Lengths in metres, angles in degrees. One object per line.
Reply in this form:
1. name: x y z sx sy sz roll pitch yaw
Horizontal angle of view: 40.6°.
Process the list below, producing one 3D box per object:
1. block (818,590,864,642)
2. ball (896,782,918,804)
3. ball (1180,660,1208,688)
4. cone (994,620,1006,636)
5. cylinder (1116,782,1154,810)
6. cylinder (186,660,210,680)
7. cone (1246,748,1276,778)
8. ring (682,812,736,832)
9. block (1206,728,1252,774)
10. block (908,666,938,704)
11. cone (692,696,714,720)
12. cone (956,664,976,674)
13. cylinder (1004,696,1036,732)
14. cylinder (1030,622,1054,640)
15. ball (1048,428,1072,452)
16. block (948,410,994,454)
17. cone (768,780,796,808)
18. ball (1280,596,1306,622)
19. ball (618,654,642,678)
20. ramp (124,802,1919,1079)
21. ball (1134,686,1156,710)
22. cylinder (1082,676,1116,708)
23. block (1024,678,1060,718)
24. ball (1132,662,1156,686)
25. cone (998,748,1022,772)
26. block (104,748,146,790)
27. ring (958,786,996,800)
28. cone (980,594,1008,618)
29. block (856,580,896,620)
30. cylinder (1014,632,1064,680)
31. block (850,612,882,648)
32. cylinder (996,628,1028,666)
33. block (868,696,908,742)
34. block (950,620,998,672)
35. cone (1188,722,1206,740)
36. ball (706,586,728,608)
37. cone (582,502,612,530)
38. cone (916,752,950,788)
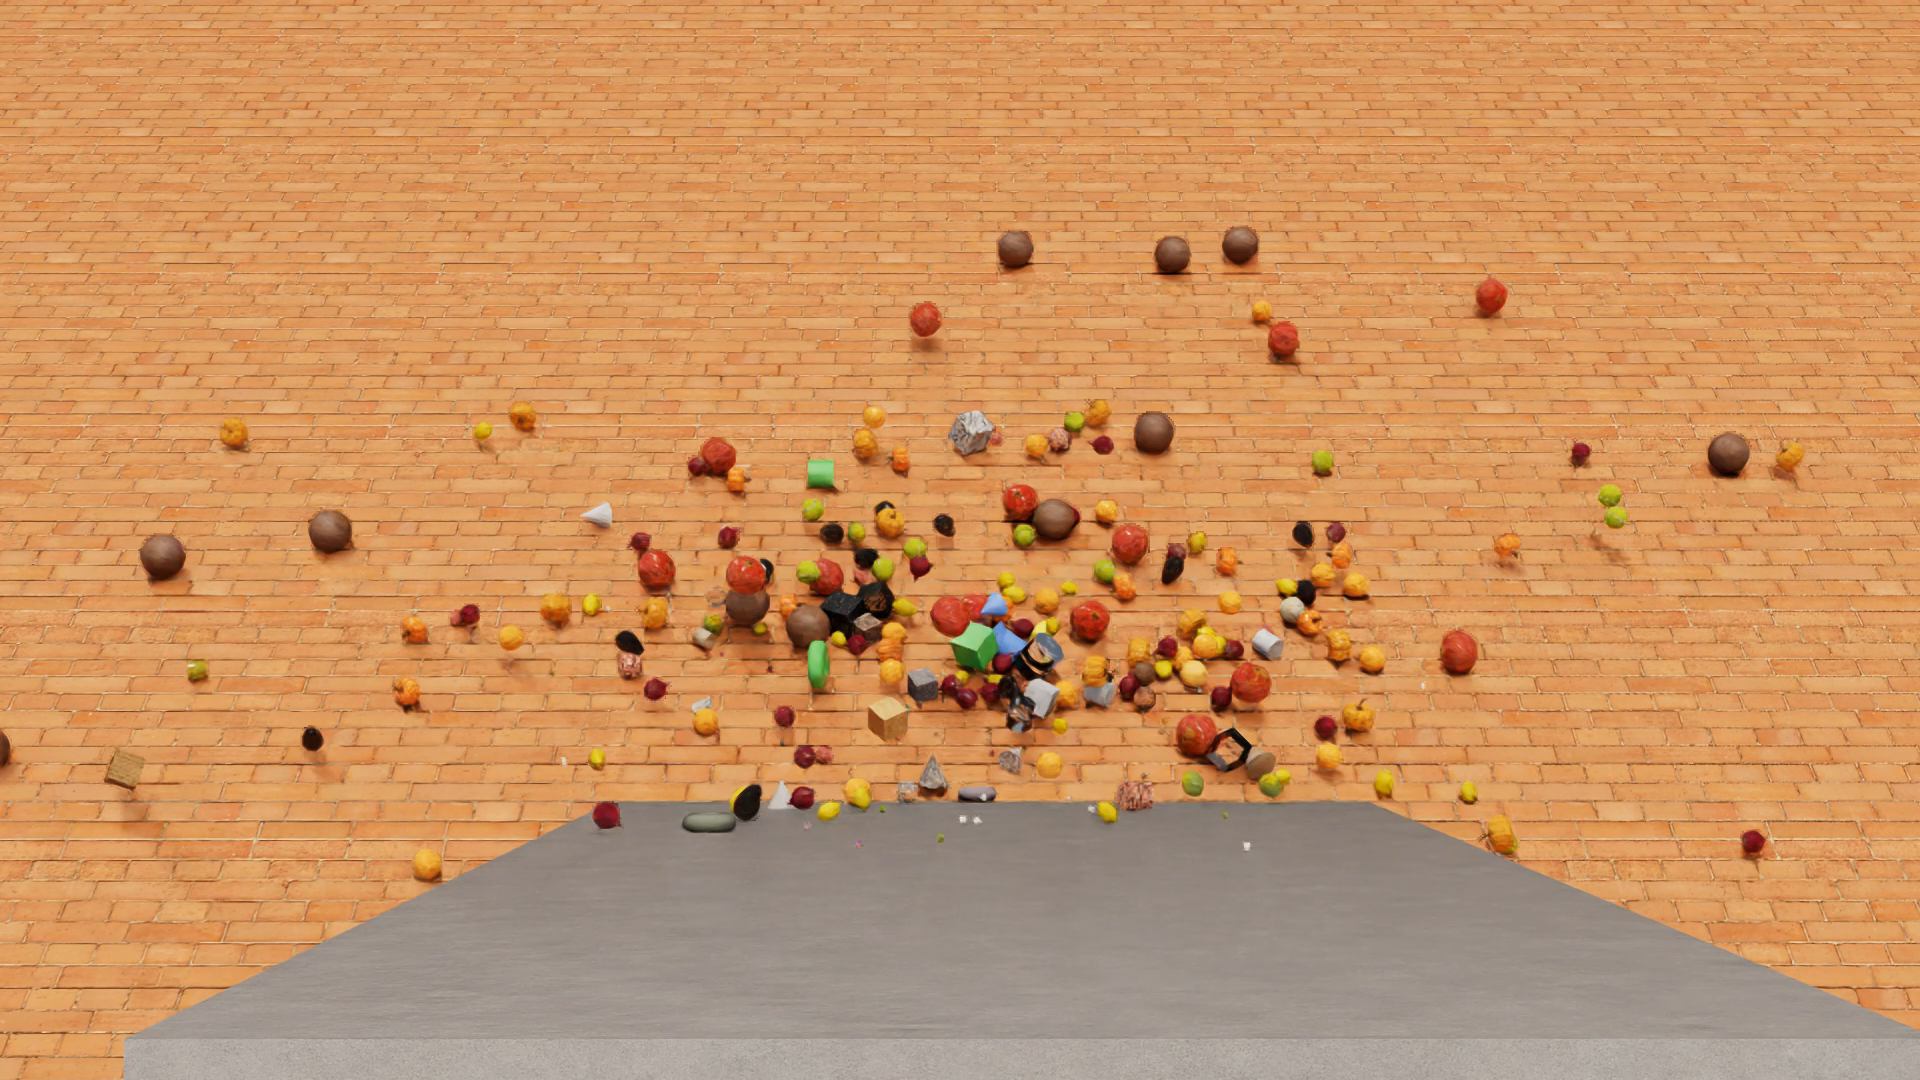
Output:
1. block: -0.346 0.221 7.573 0.095 0.095 0.095 16 39 21
2. ball: -0.137 0.660 6.769 0.056 0.056 0.056 0 36 0
3. ball: 0.663 0.379 7.368 0.077 0.077 0.077 0 36 0
4. cone: 0.128 0.298 7.509 0.098 0.098 0.098 38 45 6
5. cylinder: 0.440 0.641 6.511 0.069 0.069 0.069 2 30 -32
6. cylinder: -2.169 0.371 7.398 0.053 0.053 0.053 -5 36 -8
7. cone: 0.798 0.585 7.051 0.089 0.089 0.089 -13 40 -17
8. ring: -0.564 0.636 5.854 0.122 0.041 0.122 -1 -2 0
9. block: 0.730 0.571 7.049 0.075 0.075 0.075 44 45 -15
10. block: -0.105 0.410 7.333 0.066 0.066 0.066 -14 38 -19
11. cone: -0.706 0.456 7.251 0.063 0.063 0.063 18 43 -18
12. cone: 0.025 0.365 7.430 0.057 0.057 0.057 42 48 9
13. cylinder: 0.166 0.478 7.142 0.073 0.073 0.073 7 48 9
14. cylinder: 0.238 0.274 7.533 0.055 0.055 0.055 15 38 20
15. ball: 0.320 -0.320 8.345 0.075 0.075 0.075 0 36 0
16. block: 0.035 -0.345 8.330 0.090 0.090 0.090 -16 56 -37
17. cone: -0.455 0.646 6.642 0.074 0.074 0.074 0 -2 0
18. ball: 0.974 0.204 7.612 0.076 0.076 0.076 0 36 0
19. ball: -0.939 0.358 7.403 0.070 0.070 0.070 0 36 0
20. ramp: 0.078 0.670 4.861 2.000 0.100 4.000 0 -2 0
21. ball: 0.518 0.444 7.287 0.066 0.066 0.066 0 36 0
22. cylinder: 0.392 0.426 7.307 0.070 0.070 0.070 18 39 23
23. block: 0.223 0.441 7.246 0.076 0.076 0.076 24 15 14
24. ball: 0.523 0.379 7.373 0.070 0.070 0.070 0 36 0
25. cone: 0.152 0.585 7.088 0.072 0.072 0.072 16 35 21
26. block: -2.201 0.606 6.851 0.080 0.080 0.080 21 70 -18
27. ring: 0.046 0.677 6.936 0.106 0.035 0.106 0 -5 0
28. cone: 0.080 0.193 7.217 0.071 0.071 0.071 -23 41 -37
29. block: -0.249 0.181 7.619 0.080 0.080 0.080 -14 29 25
30. cylinder: 0.222 0.332 7.347 0.100 0.100 0.100 31 32 -23
31. block: -0.272 0.263 7.541 0.064 0.064 0.064 -28 44 -34
32. cylinder: 0.141 0.306 7.443 0.077 0.077 0.077 36 36 -12
33. block: -0.201 0.496 7.203 0.078 0.078 0.078 -24 42 -30
34. block: 0.042 0.299 7.369 0.089 0.089 0.089 18 53 30
35. cone: 0.651 0.525 7.209 0.053 0.053 0.053 -6 9 -9
36. ball: -0.710 0.166 7.586 0.061 0.061 0.061 0 36 0
37. cone: -1.125 -0.074 7.974 0.085 0.085 0.085 0 32 -29
38. cone: -0.073 0.616 6.998 0.088 0.088 0.088 0 4 0
